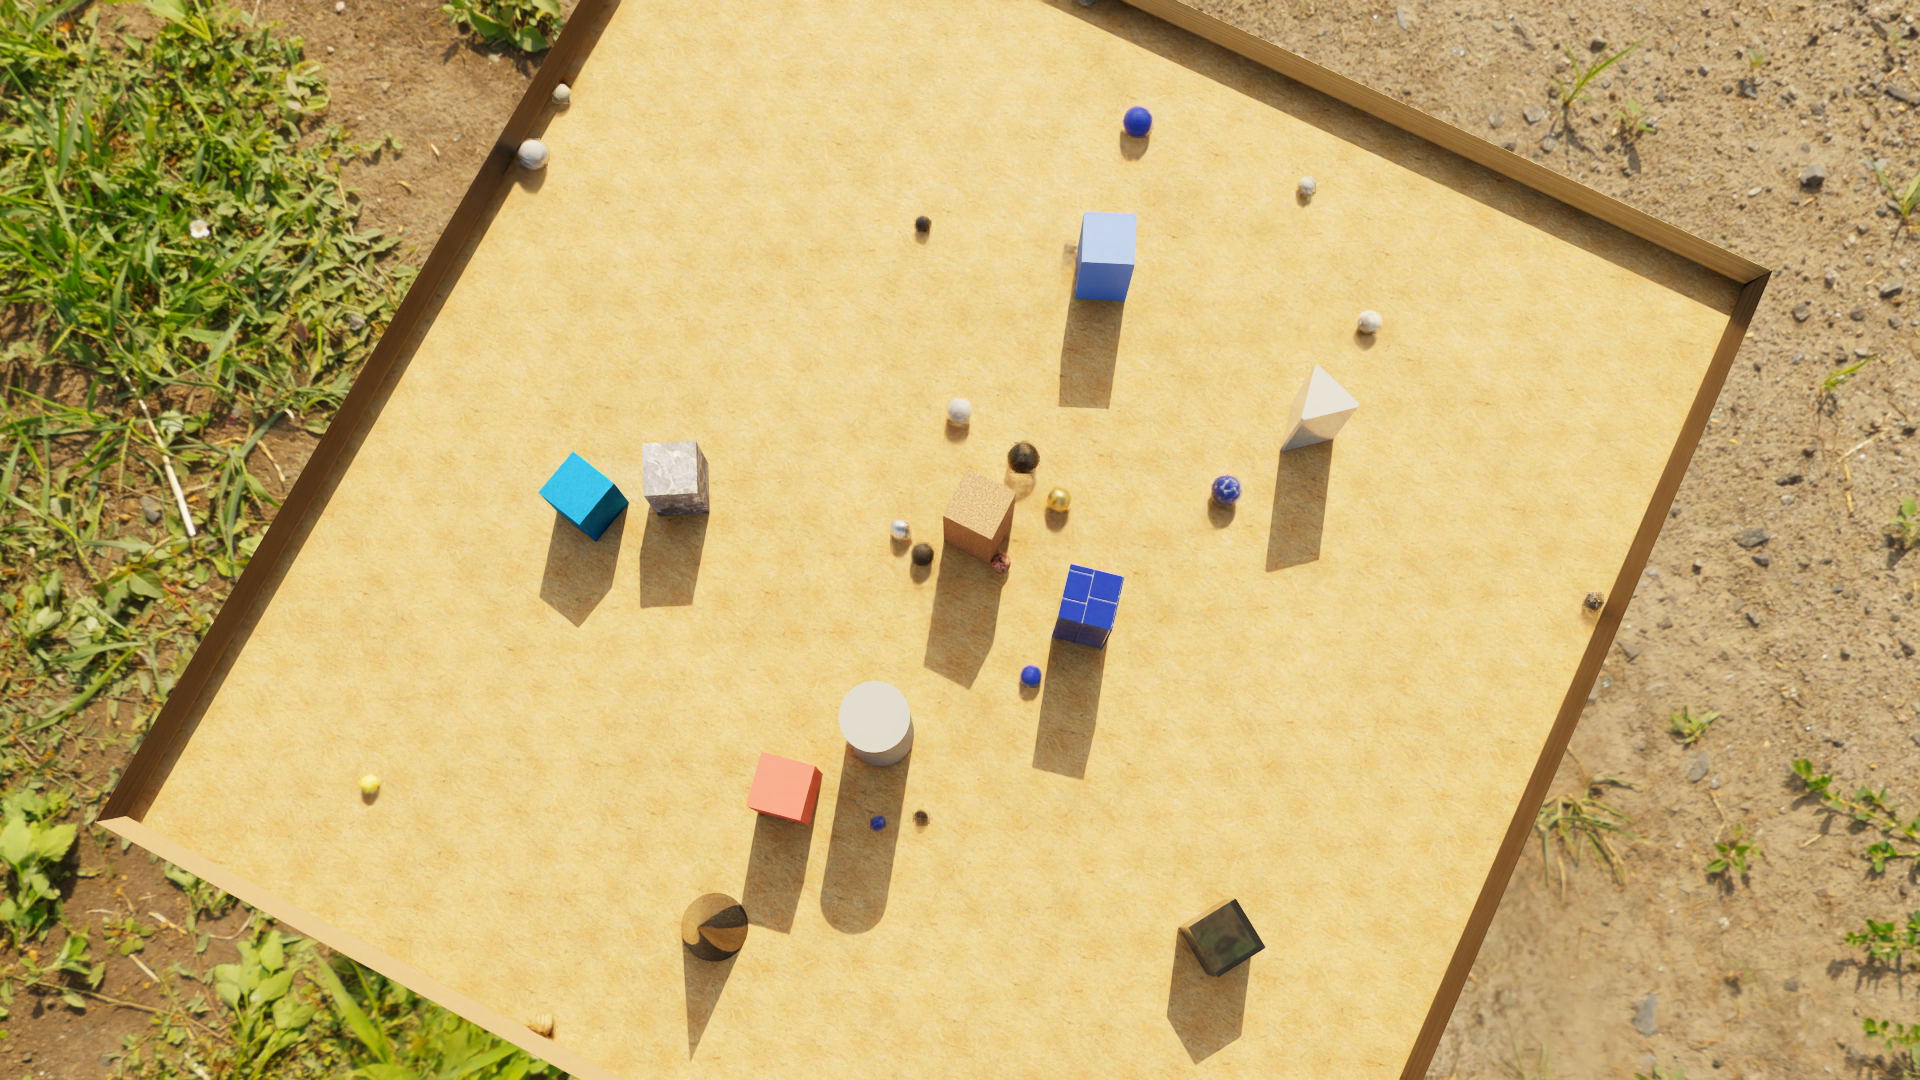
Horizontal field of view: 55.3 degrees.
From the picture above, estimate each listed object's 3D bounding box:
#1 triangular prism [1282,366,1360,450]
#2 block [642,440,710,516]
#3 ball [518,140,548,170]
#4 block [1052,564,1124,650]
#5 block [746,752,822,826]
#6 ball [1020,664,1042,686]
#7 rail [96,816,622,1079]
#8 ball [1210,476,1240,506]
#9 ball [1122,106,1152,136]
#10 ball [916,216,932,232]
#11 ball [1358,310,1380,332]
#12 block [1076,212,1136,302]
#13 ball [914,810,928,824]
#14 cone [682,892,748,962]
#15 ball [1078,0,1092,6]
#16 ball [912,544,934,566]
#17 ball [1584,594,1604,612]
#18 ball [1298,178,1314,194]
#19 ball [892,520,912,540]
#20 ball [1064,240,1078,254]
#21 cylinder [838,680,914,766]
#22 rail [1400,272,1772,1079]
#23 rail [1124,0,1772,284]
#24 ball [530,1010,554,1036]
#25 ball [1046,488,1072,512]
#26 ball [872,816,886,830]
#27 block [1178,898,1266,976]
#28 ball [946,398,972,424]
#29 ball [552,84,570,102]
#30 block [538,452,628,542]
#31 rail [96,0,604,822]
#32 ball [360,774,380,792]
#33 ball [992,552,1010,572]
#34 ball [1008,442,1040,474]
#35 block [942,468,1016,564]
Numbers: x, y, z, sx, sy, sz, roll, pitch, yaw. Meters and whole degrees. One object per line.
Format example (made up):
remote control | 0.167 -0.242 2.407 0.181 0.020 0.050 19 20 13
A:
triangular prism | 1.059 -0.405 5.515 0.171 0.364 0.148 -14 79 -3
block | -0.852 -0.183 5.515 0.158 0.273 0.158 -3 78 -1
ball | -1.358 -1.225 5.824 0.092 0.092 0.092 0 78 0
block | 0.373 0.200 5.384 0.158 0.374 0.158 14 79 3
block | -0.506 0.724 5.313 0.158 0.301 0.158 14 79 3
ball | 0.213 0.406 5.499 0.066 0.066 0.066 0 78 0
rail | -0.828 1.629 5.213 3.736 0.128 0.045 26 80 5
ball | 0.812 -0.152 5.602 0.091 0.091 0.091 0 78 0
ball | 0.567 -1.335 5.844 0.096 0.096 0.096 0 78 0
ball | -0.115 -1.002 5.799 0.050 0.050 0.050 0 78 0
ball | 1.277 -0.682 5.722 0.070 0.070 0.070 0 78 0
block | 0.445 -0.866 5.626 0.158 0.333 0.158 3 78 1
ball | -0.116 0.821 5.426 0.041 0.041 0.041 0 78 0
cone | -0.720 1.099 5.202 0.197 0.366 0.197 0 78 0
ball | 0.409 -1.763 5.956 0.050 0.050 0.050 0 78 0
ball | -0.114 0.045 5.571 0.070 0.070 0.070 0 78 0
ball | 1.919 0.188 5.550 0.055 0.055 0.055 0 78 0
ball | 1.099 -1.125 5.822 0.053 0.053 0.053 0 78 0
ball | -0.178 -0.031 5.590 0.065 0.065 0.065 0 78 0
ball | 0.348 -0.924 5.786 0.043 0.043 0.043 0 78 0
cylinder | -0.236 0.533 5.268 0.197 0.466 0.197 0 78 0
rail | 1.649 0.814 5.381 0.045 0.128 3.752 26 80 5
rail | 0.828 -1.616 5.884 3.736 0.128 0.045 26 80 5
ball | -1.206 1.397 5.291 0.072 0.072 0.072 0 78 0
ball | 0.303 -0.122 5.603 0.075 0.075 0.075 0 78 0
ball | -0.240 0.838 5.420 0.045 0.045 0.045 0 78 0
block | 0.749 1.139 5.257 0.158 0.243 0.158 -30 80 -6
ball | -0.001 -0.397 5.659 0.078 0.078 0.078 0 78 0
ball | -1.281 -1.436 5.883 0.060 0.060 0.060 0 78 0
block | -1.129 -0.128 5.514 0.158 0.254 0.158 37 81 7
rail | -1.649 -0.801 5.716 0.045 0.128 3.752 26 80 5
ball | -1.752 0.723 5.439 0.054 0.054 0.054 0 78 0
ball | 0.124 0.069 5.572 0.060 0.060 0.060 0 78 0
ball | 0.195 -0.250 5.618 0.099 0.099 0.099 0 78 0
block | 0.056 -0.067 5.443 0.158 0.367 0.158 26 80 5
